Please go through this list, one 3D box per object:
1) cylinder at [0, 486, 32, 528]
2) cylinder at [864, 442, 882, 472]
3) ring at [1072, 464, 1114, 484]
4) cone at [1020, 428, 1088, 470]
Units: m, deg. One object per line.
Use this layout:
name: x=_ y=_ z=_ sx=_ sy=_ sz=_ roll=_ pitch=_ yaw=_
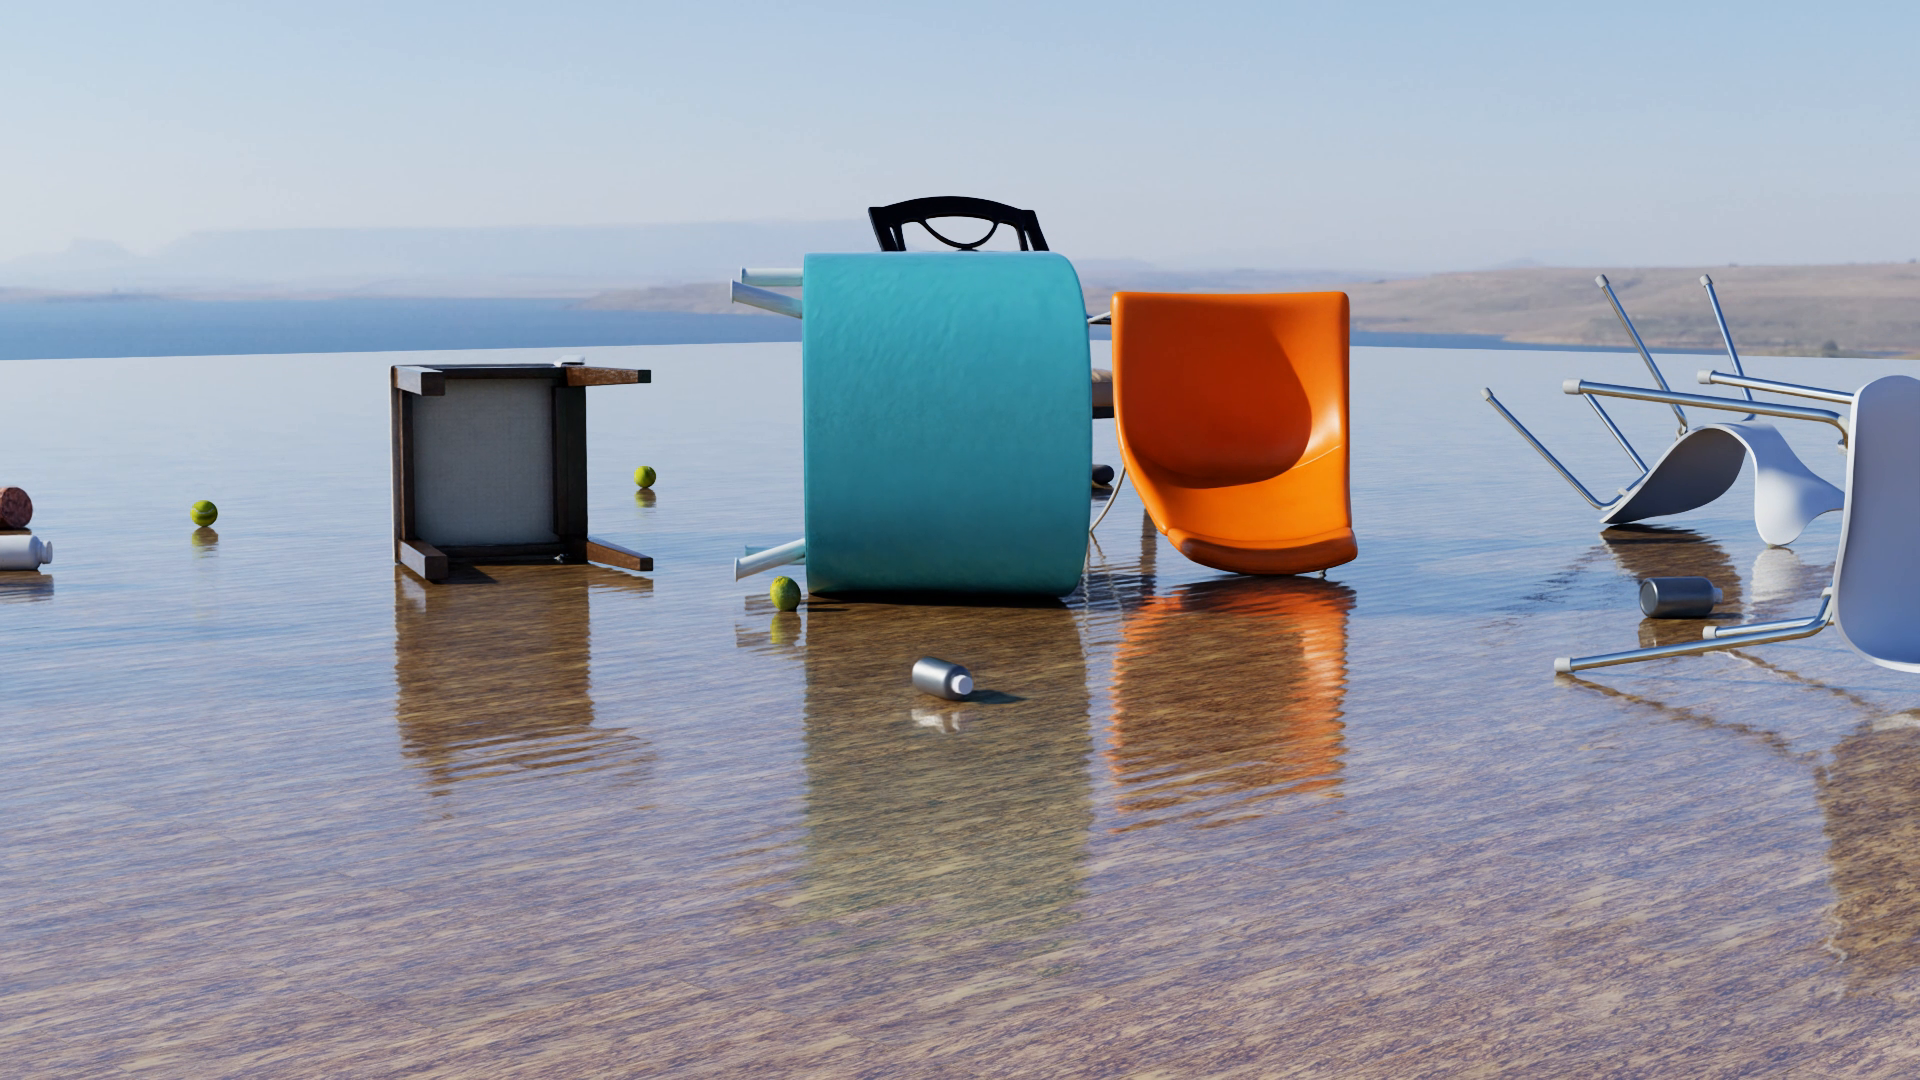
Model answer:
cylinder: x=-2.522 y=-0.086 z=6.713 sx=0.117 sy=0.104 sz=0.167 roll=1 pitch=-10 yaw=8
cylinder: x=-0.295 y=-0.279 z=8.657 sx=0.044 sy=0.095 sz=0.081 roll=3 pitch=7 yaw=30
ring: x=0.414 y=-0.209 z=8.180 sx=0.155 sy=0.055 sz=0.184 roll=1 pitch=7 yaw=17
cone: x=0.269 y=-0.283 z=8.836 sx=0.260 sy=0.132 sz=0.337 roll=-2 pitch=16 yaw=22
